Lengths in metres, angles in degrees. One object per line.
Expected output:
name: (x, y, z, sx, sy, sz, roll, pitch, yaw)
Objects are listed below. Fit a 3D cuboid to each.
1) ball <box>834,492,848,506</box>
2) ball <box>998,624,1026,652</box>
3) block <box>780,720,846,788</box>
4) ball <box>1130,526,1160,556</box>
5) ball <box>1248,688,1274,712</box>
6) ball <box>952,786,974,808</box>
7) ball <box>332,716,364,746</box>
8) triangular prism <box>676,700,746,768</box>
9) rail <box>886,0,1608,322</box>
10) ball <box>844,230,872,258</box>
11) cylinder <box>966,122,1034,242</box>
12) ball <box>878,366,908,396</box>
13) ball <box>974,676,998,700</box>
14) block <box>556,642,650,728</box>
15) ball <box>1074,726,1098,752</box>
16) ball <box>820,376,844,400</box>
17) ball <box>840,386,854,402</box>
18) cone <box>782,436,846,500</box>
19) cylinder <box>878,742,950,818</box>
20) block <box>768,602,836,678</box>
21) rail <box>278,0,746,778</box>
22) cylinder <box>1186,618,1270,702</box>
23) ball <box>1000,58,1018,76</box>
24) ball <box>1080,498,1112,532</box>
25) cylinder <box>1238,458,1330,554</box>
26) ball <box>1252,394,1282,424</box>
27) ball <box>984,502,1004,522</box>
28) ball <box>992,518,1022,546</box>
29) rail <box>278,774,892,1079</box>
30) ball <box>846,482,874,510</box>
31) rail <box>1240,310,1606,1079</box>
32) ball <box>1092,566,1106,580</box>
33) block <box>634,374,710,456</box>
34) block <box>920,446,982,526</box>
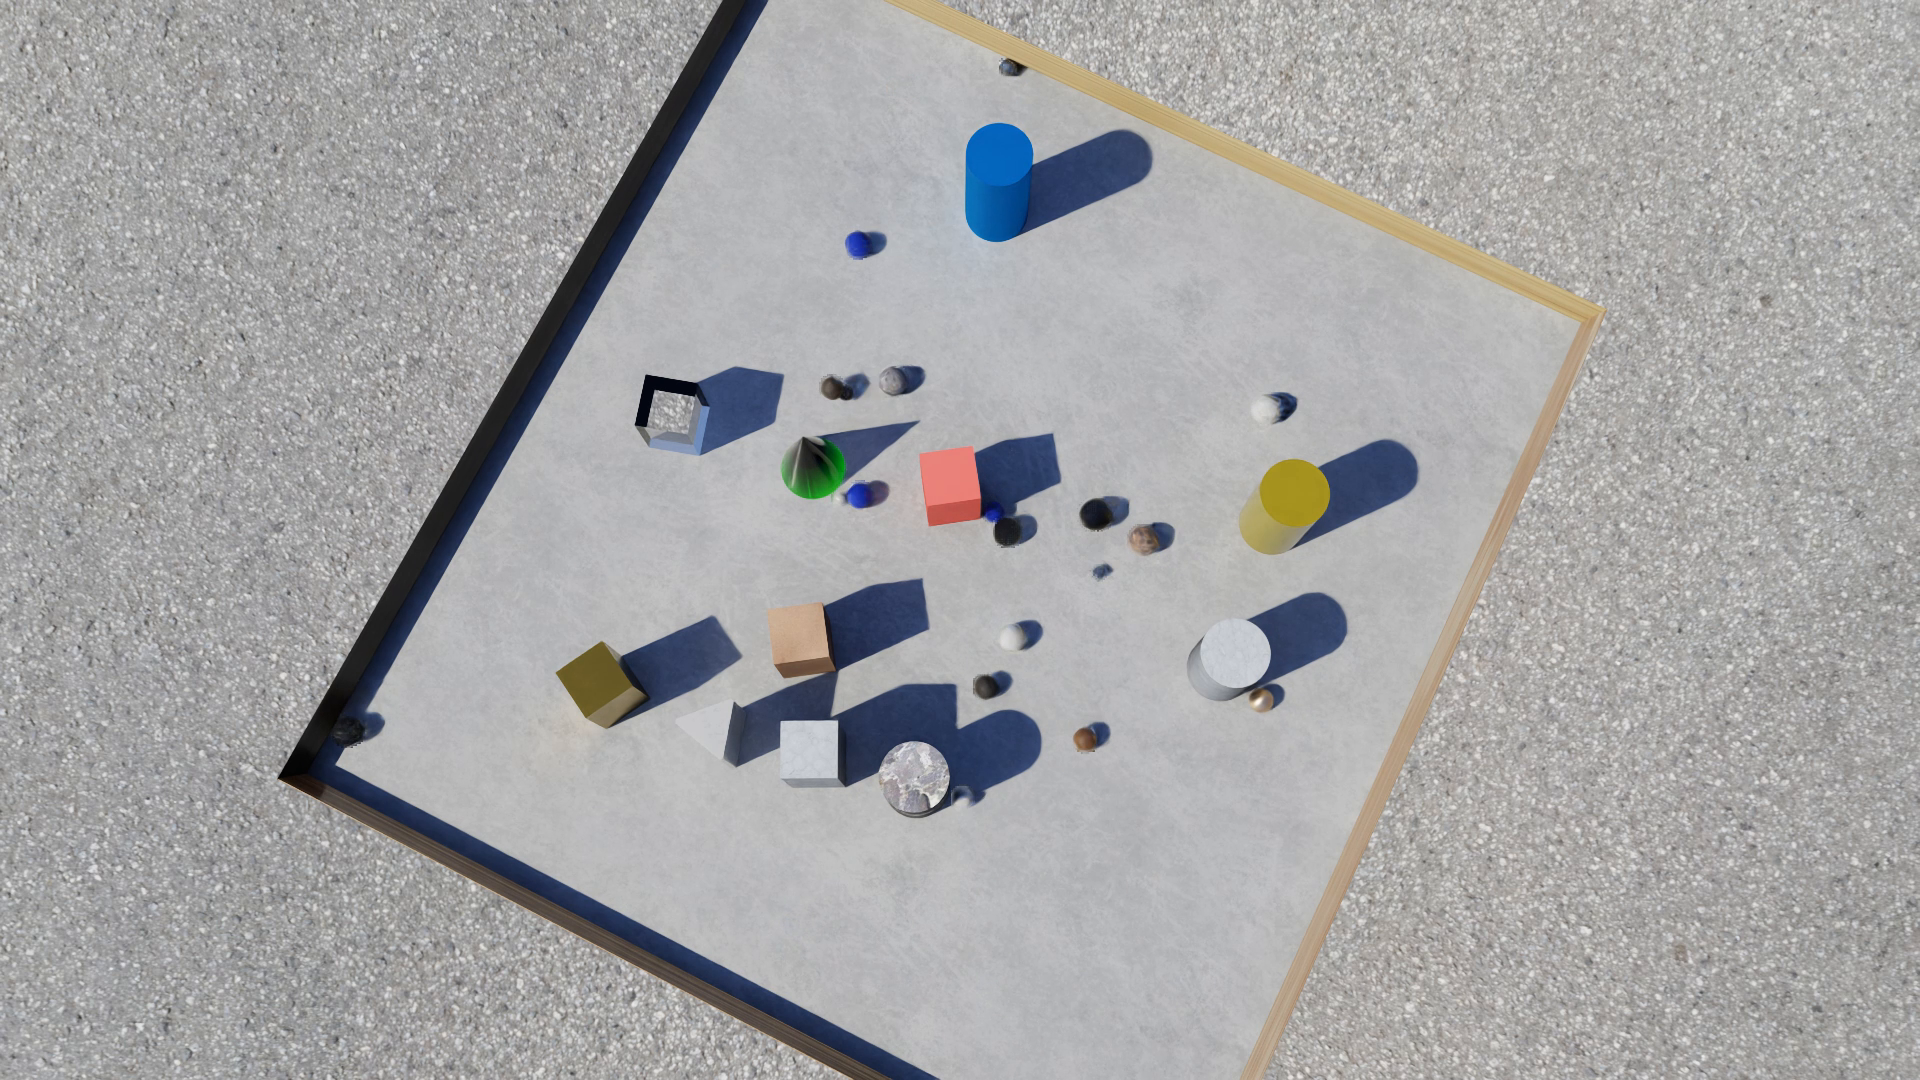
ball: (-0.367, -0.127, 5.622, 0.042, 0.042, 0.042, 0, 78, 0)
ball: (0.159, 0.295, 5.512, 0.086, 0.086, 0.086, 0, 78, 0)
block: (-0.421, 0.622, 5.296, 0.160, 0.375, 0.160, 0, 78, 0)
ball: (0.560, 0.002, 5.570, 0.091, 0.091, 0.091, 0, 78, 0)
ball: (0.900, 0.480, 5.479, 0.074, 0.074, 0.074, 0, 78, 0)
ball: (0.009, 0.764, 5.426, 0.064, 0.064, 0.064, 0, 78, 0)
ball: (-1.822, 0.569, 5.455, 0.086, 0.086, 0.086, 0, 78, 0)
triangular prism: (-0.693, 0.541, 5.345, 0.173, 0.313, 0.150, 39, 81, 7)
rail: (0.675, -1.314, 5.821, 2.920, 0.130, 0.045, 26, 80, 5)
ball: (-0.321, -0.931, 5.767, 0.083, 0.083, 0.083, 0, 78, 0)
cylinder: (0.116, -1.088, 5.611, 0.200, 0.453, 0.200, 0, 78, 0)
ball: (-0.208, -0.491, 5.672, 0.090, 0.090, 0.090, 0, 78, 0)
ball: (0.079, 0.441, 5.488, 0.074, 0.074, 0.074, 0, 78, 0)
block: (-1.042, 0.428, 5.369, 0.160, 0.311, 0.160, -35, 80, -7)
ball: (0.373, 0.593, 5.457, 0.073, 0.073, 0.073, 0, 78, 0)
ball: (-0.392, -0.467, 5.639, 0.072, 0.072, 0.072, 0, 78, 0)
ball: (-0.354, -0.455, 5.685, 0.050, 0.050, 0.050, 0, 78, 0)
cone: (-0.454, -0.261, 5.477, 0.200, 0.379, 0.200, 0, 78, 0)
cylinder: (-0.129, 0.698, 5.313, 0.200, 0.312, 0.200, 0, 78, 0)
block: (-0.463, 0.298, 5.393, 0.160, 0.317, 0.160, -8, 78, -2)
rail: (-1.285, -0.622, 5.678, 0.045, 0.130, 3.065, 26, 80, 5)
cylinder: (0.784, 0.355, 5.374, 0.200, 0.332, 0.200, 0, 78, 0)
ball: (0.158, -1.523, 5.903, 0.057, 0.057, 0.057, 0, 78, 0)
ball: (0.414, -0.077, 5.582, 0.100, 0.100, 0.100, 0, 78, 0)
cylinder: (0.956, -0.093, 5.427, 0.200, 0.408, 0.200, 0, 78, 0)
ball: (0.946, -0.402, 5.652, 0.094, 0.094, 0.094, 0, 78, 0)
ball: (0.105, -0.085, 5.602, 0.063, 0.063, 0.063, 0, 78, 0)
ball: (0.143, -0.024, 5.577, 0.088, 0.088, 0.088, 0, 78, 0)
rail: (-0.675, 1.328, 5.274, 2.920, 0.130, 0.045, 26, 80, 5)
ball: (-0.305, -0.134, 5.603, 0.082, 0.082, 0.082, 0, 78, 0)
rail: (1.285, 0.636, 5.418, 0.045, 0.130, 3.065, 26, 80, 5)
ball: (0.422, 0.100, 5.575, 0.041, 0.041, 0.041, 0, 78, 0)
block: (-0.871, -0.376, 5.562, 0.160, 0.260, 0.160, 10, 78, 2)
block: (-0.029, -0.159, 5.504, 0.160, 0.284, 0.160, -8, 78, -2)
